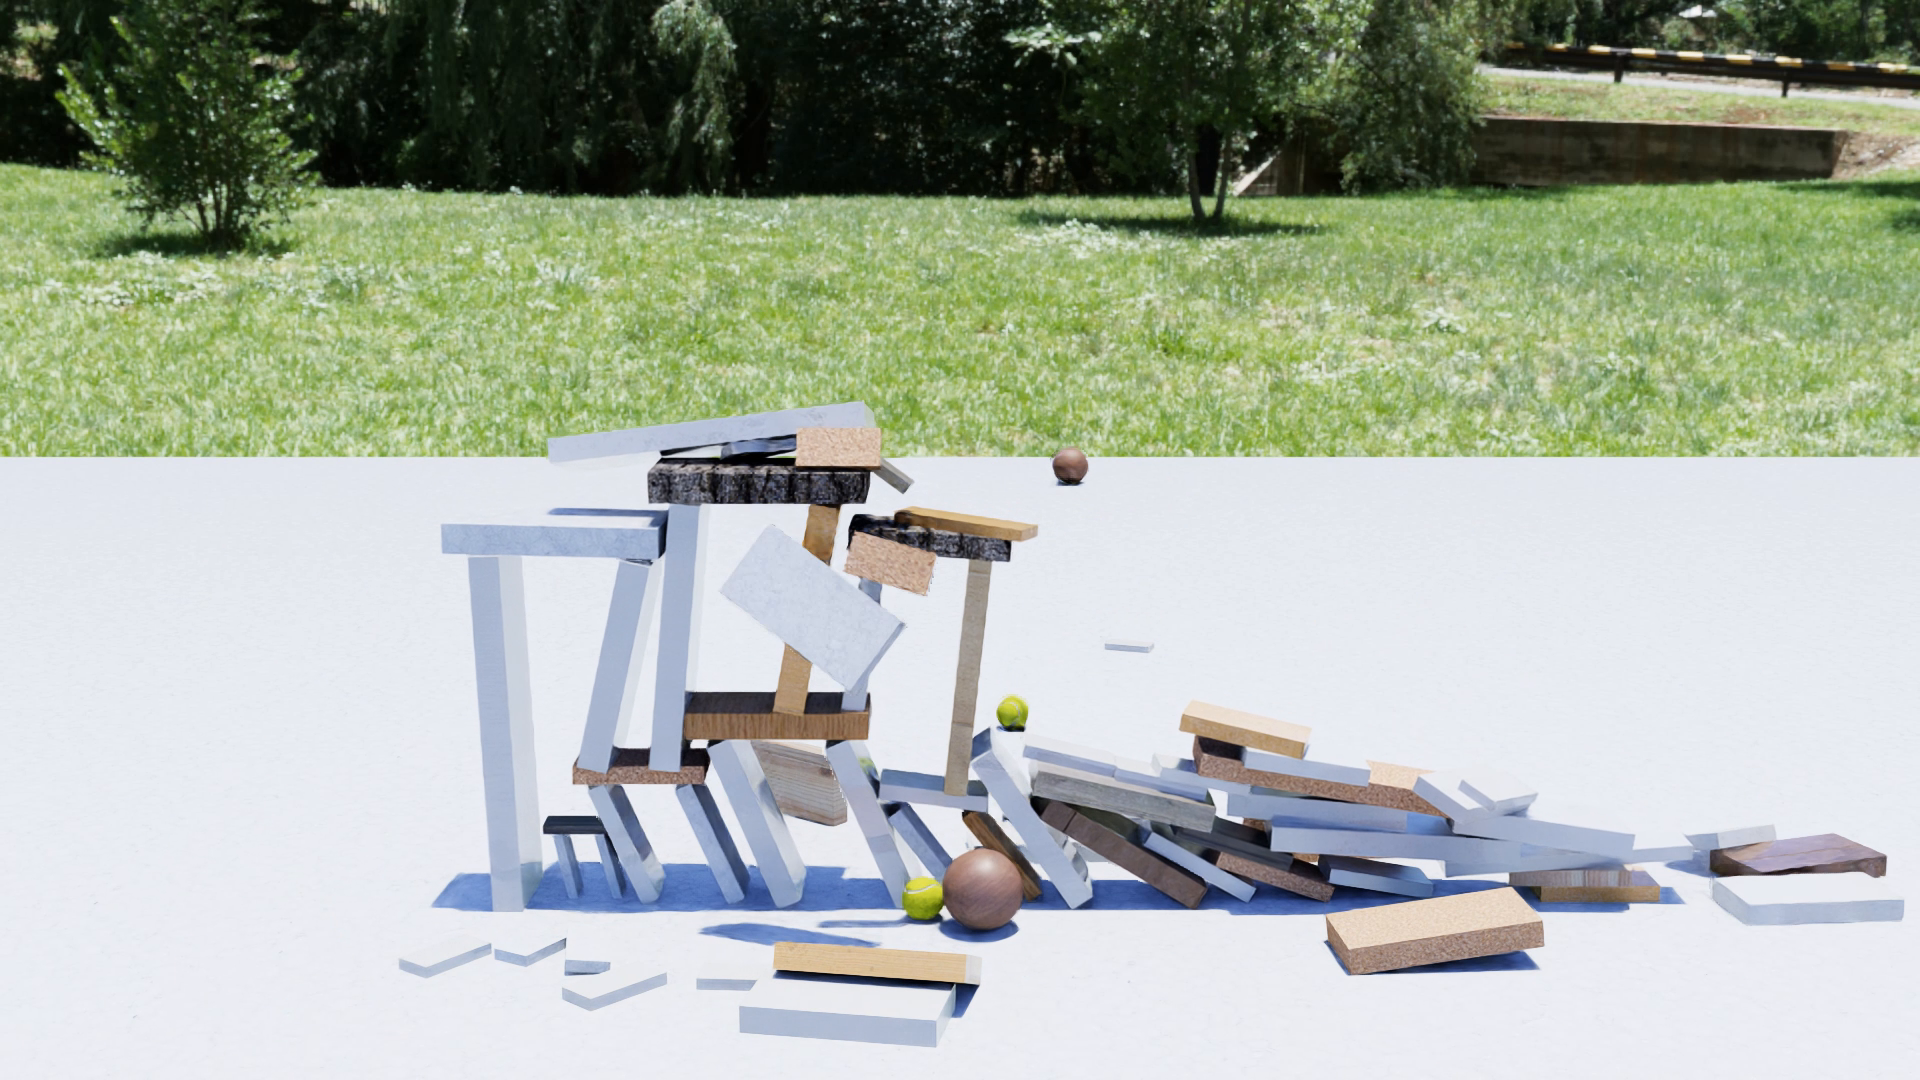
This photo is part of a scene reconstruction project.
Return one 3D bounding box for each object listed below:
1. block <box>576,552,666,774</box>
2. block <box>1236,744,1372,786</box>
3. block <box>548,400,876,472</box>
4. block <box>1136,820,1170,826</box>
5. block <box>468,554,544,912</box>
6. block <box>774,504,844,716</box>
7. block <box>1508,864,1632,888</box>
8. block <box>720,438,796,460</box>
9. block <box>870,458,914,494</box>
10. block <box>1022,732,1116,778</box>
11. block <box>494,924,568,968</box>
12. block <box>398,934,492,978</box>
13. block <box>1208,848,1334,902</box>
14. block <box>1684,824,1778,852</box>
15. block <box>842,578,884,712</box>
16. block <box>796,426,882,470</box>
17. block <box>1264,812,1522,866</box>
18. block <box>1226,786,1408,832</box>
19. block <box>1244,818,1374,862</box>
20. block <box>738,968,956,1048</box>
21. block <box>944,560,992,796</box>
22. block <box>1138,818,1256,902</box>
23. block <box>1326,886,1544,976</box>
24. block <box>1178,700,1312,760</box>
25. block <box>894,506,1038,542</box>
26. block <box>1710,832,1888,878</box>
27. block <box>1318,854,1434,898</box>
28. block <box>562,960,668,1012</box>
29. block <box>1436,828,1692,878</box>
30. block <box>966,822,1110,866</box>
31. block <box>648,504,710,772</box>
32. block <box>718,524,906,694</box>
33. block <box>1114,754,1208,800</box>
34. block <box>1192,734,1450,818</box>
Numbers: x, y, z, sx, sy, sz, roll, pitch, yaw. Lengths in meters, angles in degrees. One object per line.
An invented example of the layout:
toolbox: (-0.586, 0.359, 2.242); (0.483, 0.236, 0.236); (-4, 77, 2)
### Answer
block: (-0.550, 0.188, 3.581); (0.049, 0.347, 0.173); (13, 11, -1)
block: (0.556, 0.356, 3.571); (0.203, 0.029, 0.101); (9, 12, -3)
block: (-0.403, -0.167, 3.603); (0.518, 0.040, 0.142); (-7, -5, 4)
block: (0.337, 0.524, 3.982); (0.112, 0.016, 0.056); (-4, 11, -20)
block: (-0.744, 0.300, 3.613); (0.049, 0.589, 0.173); (-2, 11, 1)
block: (-0.244, 0.097, 3.575); (0.048, 0.342, 0.171); (11, 10, -2)
block: (1.015, 0.545, 3.653); (0.195, 0.028, 0.098); (-2, 11, 17)
block: (-0.317, -0.149, 3.584); (0.133, 0.019, 0.067); (-4, -5, -22)
block: (-0.135, -0.123, 3.538); (0.134, 0.019, 0.067); (36, 9, 1)
block: (0.179, 0.354, 3.629); (0.152, 0.022, 0.076); (13, 11, -1)
block: (-0.655, 0.628, 3.414); (0.064, 0.018, 0.128); (6, 12, 30)
block: (-0.788, 0.637, 3.368); (0.064, 0.018, 0.128); (8, 13, 36)
block: (0.517, 0.545, 3.663); (0.199, 0.028, 0.099); (18, 10, -4)
block: (1.326, 0.519, 3.826); (0.195, 0.028, 0.098); (1, -11, -42)
block: (-0.154, 0.136, 3.592); (0.037, 0.261, 0.131); (8, 10, -1)
block: (-0.192, -0.144, 3.485); (0.133, 0.067, 0.019); (1, -22, 2)
block: (0.714, 0.485, 3.655); (0.404, 0.041, 0.146); (3, 11, 2)
block: (0.597, 0.434, 3.678); (0.292, 0.041, 0.146); (4, 11, 10)
block: (0.645, 0.483, 3.838); (0.299, 0.149, 0.042); (-2, 11, -10)
block: (-0.159, 0.667, 3.142); (0.283, 0.040, 0.142); (2, 11, 10)
block: (0.012, 0.212, 3.602); (0.037, 0.391, 0.130); (6, 10, -1)
block: (0.394, 0.529, 3.661); (0.199, 0.028, 0.099); (29, 9, -5)
block: (0.729, 0.601, 3.389); (0.299, 0.042, 0.149); (-8, 11, -3)
block: (0.466, 0.308, 3.583); (0.203, 0.029, 0.101); (13, 12, 13)
block: (0.009, -0.026, 3.553); (0.227, 0.019, 0.067); (9, 11, 24)
block: (1.436, 0.553, 3.769); (0.261, 0.037, 0.131); (-4, 11, -19)
block: (0.693, 0.560, 3.676); (0.175, 0.025, 0.087); (10, 10, -5)
block: (-0.510, 0.658, 3.249); (0.068, 0.019, 0.142); (10, 14, 42)
block: (1.001, 0.520, 3.654); (0.402, 0.025, 0.087); (-5, 11, 3)
block: (0.155, 0.532, 3.879); (0.276, 0.037, 0.131); (-1, 11, -6)
block: (-0.455, 0.143, 3.580); (0.048, 0.436, 0.171); (6, 10, -1)
block: (-0.226, 0.104, 3.364); (0.262, 0.131, 0.037); (36, -1, 14)
block: (0.328, 0.391, 3.619); (0.152, 0.022, 0.076); (13, 11, -2)
block: (0.597, 0.386, 3.623); (0.420, 0.037, 0.131); (10, 12, -1)
